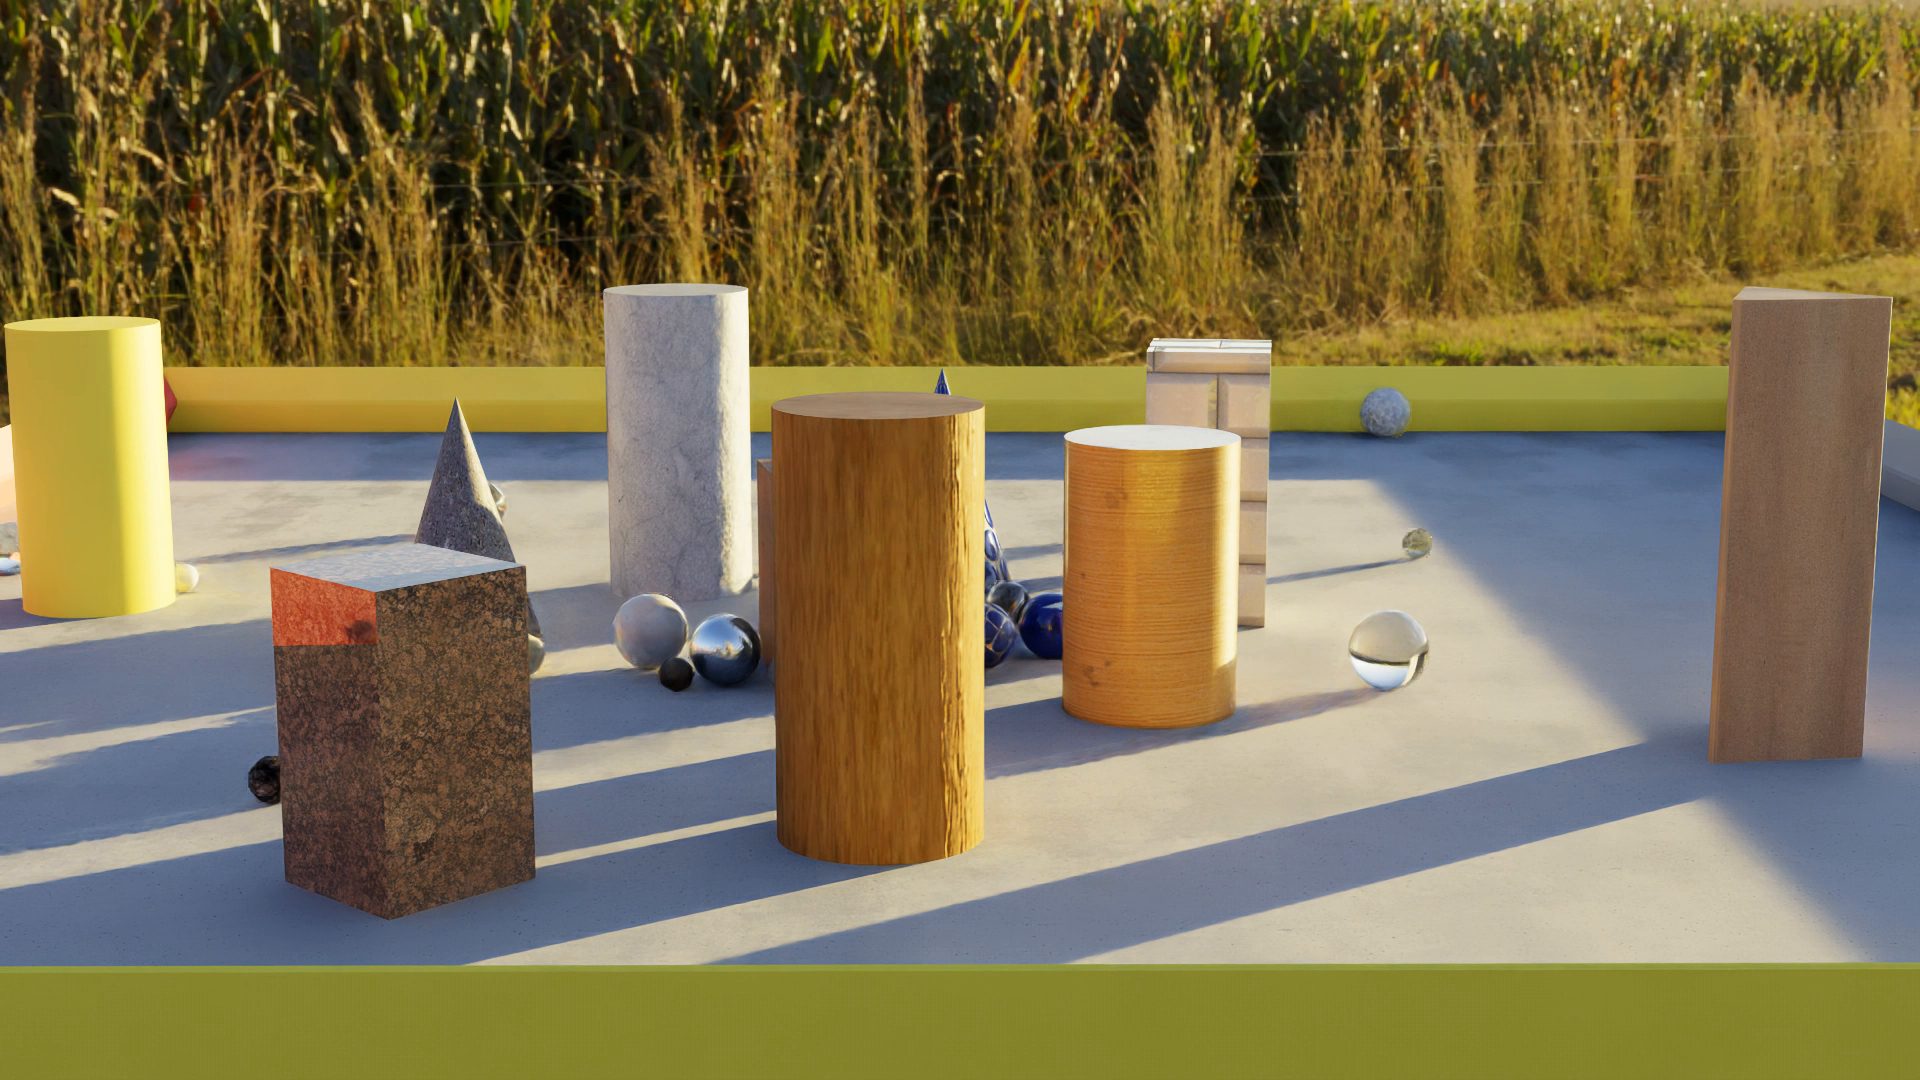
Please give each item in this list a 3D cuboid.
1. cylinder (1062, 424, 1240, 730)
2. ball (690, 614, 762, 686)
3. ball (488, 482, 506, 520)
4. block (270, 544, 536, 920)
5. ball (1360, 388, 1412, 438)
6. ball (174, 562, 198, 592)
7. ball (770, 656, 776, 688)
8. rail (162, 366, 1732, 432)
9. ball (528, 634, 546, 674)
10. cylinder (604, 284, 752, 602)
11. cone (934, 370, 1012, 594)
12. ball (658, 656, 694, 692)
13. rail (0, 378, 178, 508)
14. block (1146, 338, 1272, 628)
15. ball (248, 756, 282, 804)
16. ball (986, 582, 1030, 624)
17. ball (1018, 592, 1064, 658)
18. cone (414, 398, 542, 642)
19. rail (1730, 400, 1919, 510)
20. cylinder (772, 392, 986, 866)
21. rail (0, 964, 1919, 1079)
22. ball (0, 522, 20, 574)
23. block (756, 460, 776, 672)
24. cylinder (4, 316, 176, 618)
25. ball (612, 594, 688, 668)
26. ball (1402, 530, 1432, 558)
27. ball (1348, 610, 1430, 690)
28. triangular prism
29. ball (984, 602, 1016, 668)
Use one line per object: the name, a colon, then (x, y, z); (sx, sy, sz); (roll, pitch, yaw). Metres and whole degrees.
cylinder: (0.217, 0.038, 2.921); (0.199, 0.314, 0.199); (0, 10, 0)
ball: (-0.279, 0.131, 3.052); (0.085, 0.085, 0.085); (0, 10, 0)
ball: (-0.759, -0.055, 4.080); (0.075, 0.075, 0.075); (0, 10, 0)
block: (-0.498, 0.166, 2.298); (0.159, 0.289, 0.159); (9, 14, 42)
ball: (0.843, -0.252, 5.079); (0.099, 0.099, 0.099); (0, 10, 0)
ball: (-1.088, 0.053, 3.594); (0.041, 0.041, 0.041); (0, 10, 0)
ball: (-0.191, 0.154, 2.988); (0.062, 0.062, 0.062); (0, 10, 0)
rail: (-0.010, -0.280, 5.140); (3.190, 0.129, 0.045); (0, 10, 0)
ball: (-0.526, 0.139, 3.101); (0.050, 0.050, 0.050); (0, 10, 0)
cylinder: (-0.393, -0.139, 3.585); (0.199, 0.421, 0.199); (0, 10, 0)
cone: (-0.025, -0.092, 3.636); (0.199, 0.309, 0.199); (0, 10, 0)
ball: (-0.334, 0.158, 3.024); (0.041, 0.041, 0.041); (0, 10, 0)
rail: (-1.572, 0.035, 3.440); (0.045, 0.129, 3.488); (0, 10, 0)
block: (0.331, -0.079, 3.422); (0.159, 0.362, 0.159); (1, 11, 7)
ball: (-0.687, 0.239, 2.564); (0.048, 0.048, 0.048); (0, 10, 0)
ball: (0.063, 0.084, 3.375); (0.059, 0.059, 0.059); (0, 10, 0)
ball: (0.114, 0.106, 3.189); (0.083, 0.083, 0.083); (0, 10, 0)
cone: (-0.636, -0.027, 3.264); (0.199, 0.316, 0.199); (0, 10, 0)
rail: (1.572, 0.032, 3.458); (0.045, 0.129, 3.488); (0, 10, 0)
cylinder: (-0.076, 0.078, 2.426); (0.199, 0.415, 0.199); (0, 10, 0)
rail: (0.010, 0.346, 1.757); (3.190, 0.129, 0.045); (0, 10, 0)
ball: (-1.374, 0.011, 3.723); (0.075, 0.075, 0.075); (0, 10, 0)
block: (-0.154, 0.035, 3.118); (0.159, 0.249, 0.159); (-2, 11, -13)
cylinder: (-1.181, -0.102, 3.488); (0.199, 0.384, 0.199); (0, 10, 0)
ball: (-0.379, 0.111, 3.134); (0.092, 0.092, 0.092); (0, 10, 0)
ball: (0.683, 0.006, 3.837); (0.043, 0.043, 0.043); (0, 10, 0)
ball: (0.506, 0.129, 3.027); (0.096, 0.096, 0.096); (0, 10, 0)
triangular prism: (0.868, -0.021, 2.757); (0.172, 0.490, 0.149); (-2, 11, -9)
ball: (0.027, 0.117, 3.135); (0.082, 0.082, 0.082); (0, 10, 0)
